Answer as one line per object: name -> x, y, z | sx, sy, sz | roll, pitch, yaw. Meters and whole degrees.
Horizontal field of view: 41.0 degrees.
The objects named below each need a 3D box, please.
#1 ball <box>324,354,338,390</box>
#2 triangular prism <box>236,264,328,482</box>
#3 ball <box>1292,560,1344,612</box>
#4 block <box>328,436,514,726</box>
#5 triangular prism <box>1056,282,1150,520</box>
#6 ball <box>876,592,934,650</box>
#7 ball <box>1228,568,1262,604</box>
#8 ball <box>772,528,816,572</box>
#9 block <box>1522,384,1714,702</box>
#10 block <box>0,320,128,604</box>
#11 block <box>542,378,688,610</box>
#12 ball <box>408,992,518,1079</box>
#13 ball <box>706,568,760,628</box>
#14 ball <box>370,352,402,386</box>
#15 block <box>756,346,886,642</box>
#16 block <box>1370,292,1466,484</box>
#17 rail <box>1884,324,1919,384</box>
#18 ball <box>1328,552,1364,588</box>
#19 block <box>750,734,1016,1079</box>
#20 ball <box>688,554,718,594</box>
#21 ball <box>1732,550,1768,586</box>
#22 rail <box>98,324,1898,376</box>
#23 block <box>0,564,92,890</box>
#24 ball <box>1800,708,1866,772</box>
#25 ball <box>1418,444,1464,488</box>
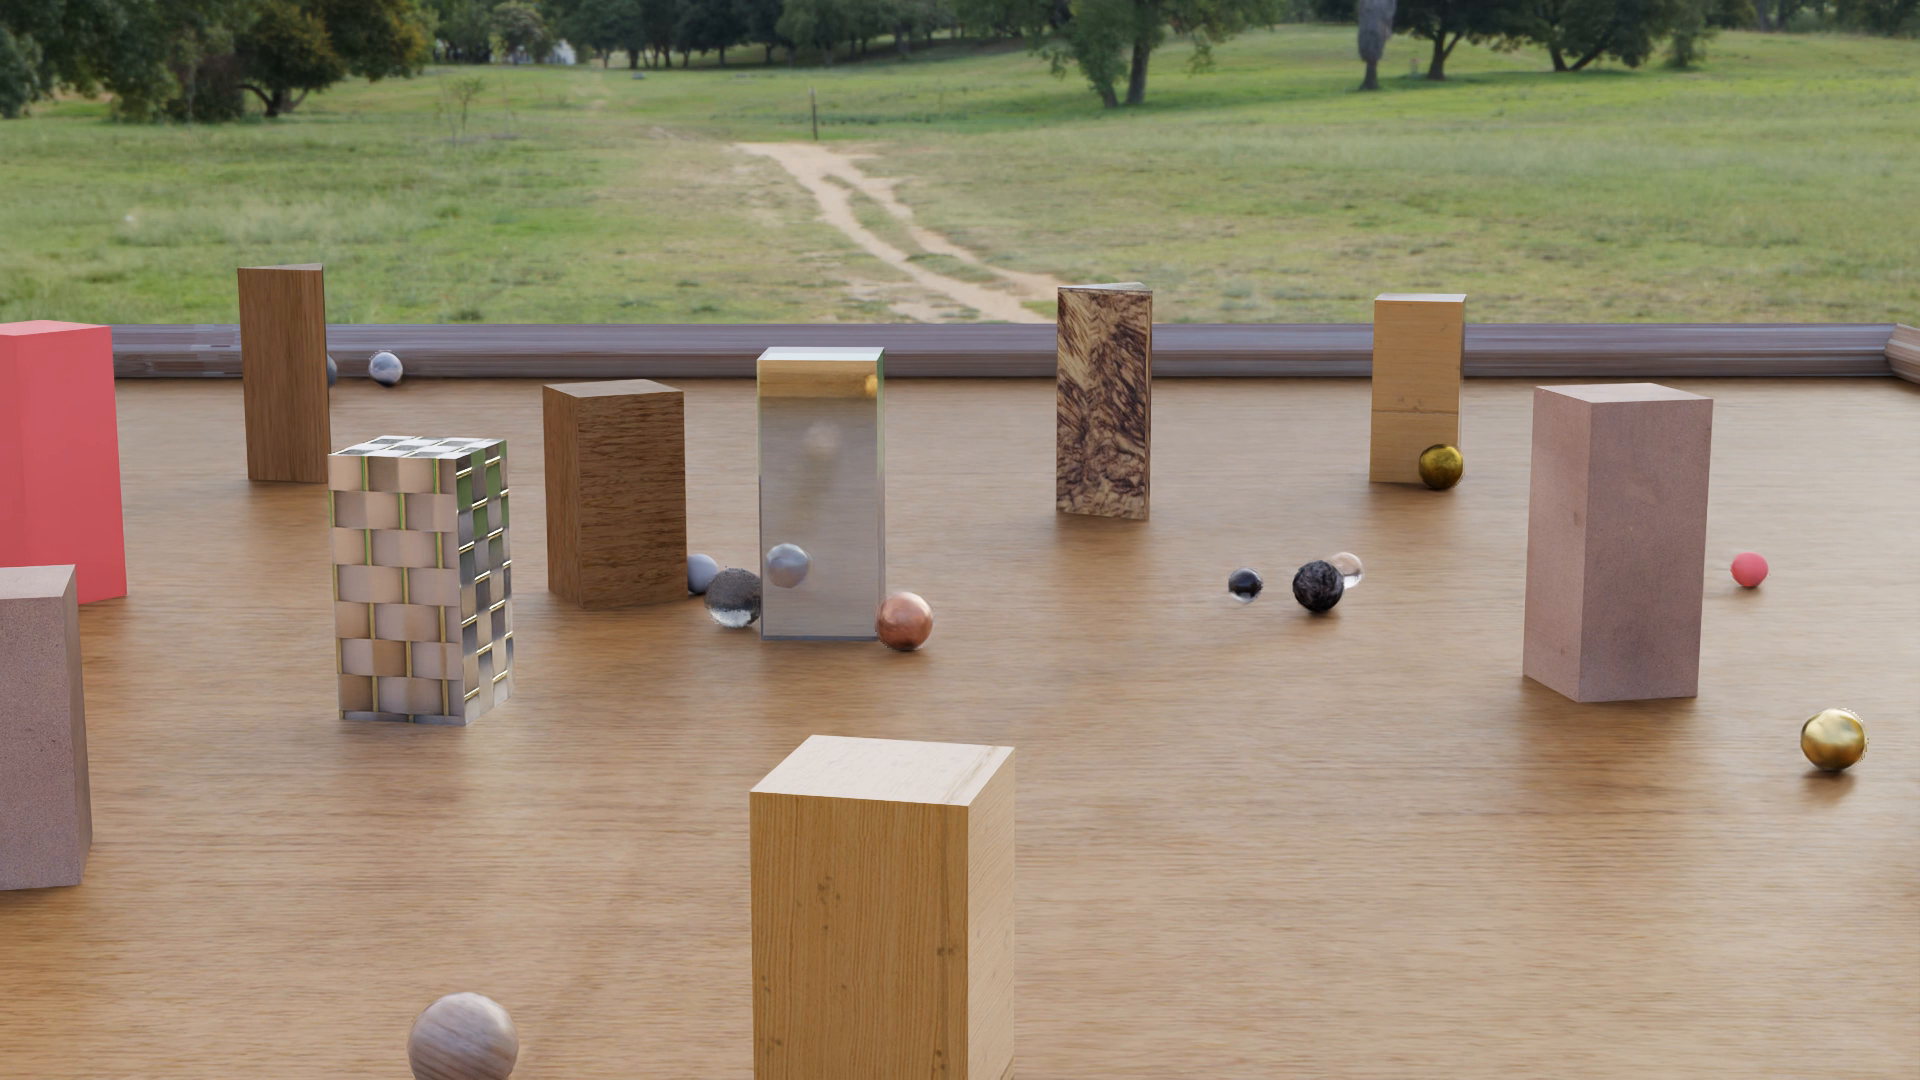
ball -> -1.429, -0.372, 5.694 | 0.094, 0.094, 0.094 | 0, 11, 0
triangular prism -> -1.162, -0.300, 4.547 | 0.162, 0.371, 0.141 | 3, 11, 16
ball -> 0.480, 0.062, 3.437 | 0.068, 0.068, 0.068 | 0, 11, 0
block -> -0.608, 0.043, 2.908 | 0.150, 0.300, 0.150 | 2, 11, 11
triangular prism -> 0.261, -0.233, 4.199 | 0.162, 0.368, 0.141 | 5, 12, 26
ball -> -0.069, 0.102, 3.214 | 0.072, 0.072, 0.072 | 0, 11, 0
ball -> 0.388, 0.062, 3.492 | 0.047, 0.047, 0.047 | 0, 11, 0
ball -> -0.239, 0.014, 3.704 | 0.063, 0.063, 0.063 | 0, 11, 0
block -> 0.768, 0.000, 3.007 | 0.150, 0.348, 0.150 | -2, 11, -12
block -> -1.256, -0.104, 3.495 | 0.150, 0.372, 0.150 | 7, 13, 34
block -> -0.474, -0.066, 3.528 | 0.150, 0.287, 0.150 | -5, 12, -27
ball -> -0.352, 0.359, 1.819 | 0.077, 0.077, 0.077 | 0, 11, 0
ball -> -0.291, 0.075, 3.335 | 0.079, 0.079, 0.079 | 0, 11, 0
ball -> -1.305, -0.389, 5.832 | 0.075, 0.075, 0.075 | 0, 11, 0
block -> -0.176, -0.062, 3.307 | 0.150, 0.359, 0.150 | 0, 11, 2
block -> 0.810, -0.270, 4.533 | 0.150, 0.318, 0.150 | 3, 11, 13
rail -> 2.186, 0.029, 3.462 | 0.045, 0.122, 5.191 | 0, 11, 0
ball -> 0.539, 0.042, 3.589 | 0.051, 0.051, 0.051 | 0, 11, 0
block -> -0.051, 0.279, 1.792 | 0.150, 0.246, 0.150 | 2, 11, 13
ball -> -0.362, 0.046, 3.554 | 0.056, 0.056, 0.056 | 0, 11, 0
ball -> 1.109, 0.040, 3.602 | 0.050, 0.050, 0.050 | 0, 11, 0
rail -> -0.015, -0.441, 5.977 | 4.420, 0.122, 0.045 | 0, 11, 0
block -> -0.879, 0.169, 2.329 | 0.150, 0.264, 0.150 | -3, 11, -14
ball -> 0.907, 0.208, 2.665 | 0.065, 0.065, 0.065 | 0, 11, 0
ball -> 0.828, -0.127, 4.423 | 0.078, 0.078, 0.078 | 0, 11, 0
